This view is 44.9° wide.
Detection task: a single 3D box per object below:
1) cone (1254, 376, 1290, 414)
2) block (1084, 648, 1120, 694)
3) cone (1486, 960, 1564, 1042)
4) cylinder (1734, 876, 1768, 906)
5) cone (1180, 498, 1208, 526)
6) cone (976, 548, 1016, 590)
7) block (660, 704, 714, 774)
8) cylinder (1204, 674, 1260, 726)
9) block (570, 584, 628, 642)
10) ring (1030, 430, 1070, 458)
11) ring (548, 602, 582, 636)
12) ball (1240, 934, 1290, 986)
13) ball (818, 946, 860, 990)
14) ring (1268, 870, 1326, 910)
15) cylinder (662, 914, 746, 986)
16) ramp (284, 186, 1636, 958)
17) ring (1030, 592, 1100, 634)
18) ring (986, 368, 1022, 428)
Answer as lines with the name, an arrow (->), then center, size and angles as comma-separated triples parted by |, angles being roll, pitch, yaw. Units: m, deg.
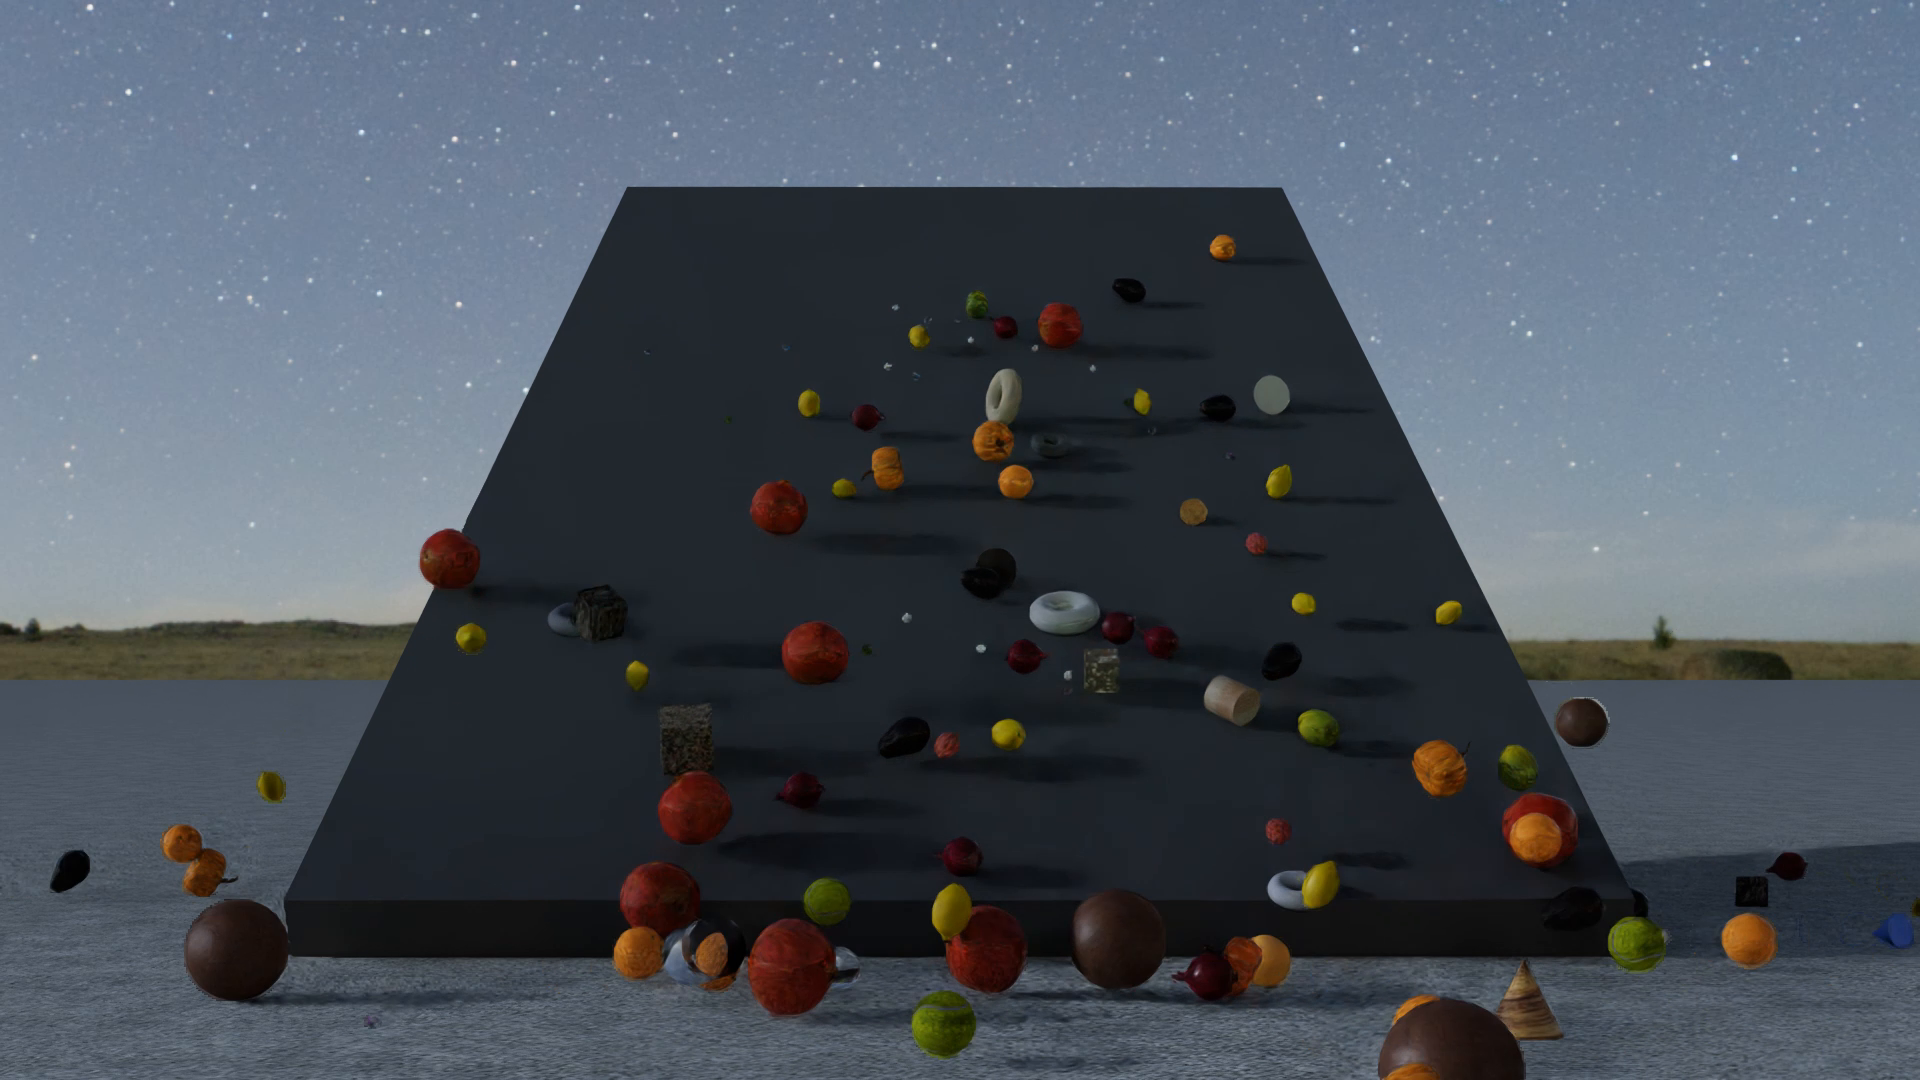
cone -> 0.699, -0.328, 5.346 | 0.090, 0.090, 0.090 | 1, -4, -16
block -> 0.247, 0.228, 4.056 | 0.058, 0.058, 0.058 | 0, 24, 0
cone -> 0.663, 0.536, 2.727 | 0.090, 0.090, 0.090 | 0, -3, 0
cylinder -> 1.441, 0.640, 4.231 | 0.054, 0.054, 0.054 | -3, -4, 18
cone -> 0.477, -0.055, 4.743 | 0.056, 0.056, 0.056 | 0, -3, 6
cone -> 0.057, 0.059, 4.466 | 0.083, 0.083, 0.083 | 1, -4, -18
block -> -0.447, 0.325, 3.804 | 0.082, 0.082, 0.082 | -3, 24, -7
cylinder -> 0.462, 0.272, 3.946 | 0.068, 0.068, 0.068 | 3, 16, -44
block -> -0.644, 0.132, 4.152 | 0.068, 0.068, 0.068 | -11, 41, -39
ring -> 0.198, -0.209, 5.072 | 0.089, 0.030, 0.089 | 5, 35, -4
ring -> -0.705, 0.145, 4.270 | 0.103, 0.034, 0.103 | 1, 24, -1
ball -> 0.413, 0.570, 3.147 | 0.070, 0.070, 0.070 | 0, -3, 0
ball -> -0.162, 0.575, 3.121 | 0.056, 0.056, 0.056 | 0, -3, 0
ring -> 0.499, 0.518, 3.437 | 0.086, 0.029, 0.086 | 1, 23, 0
cylinder -> -0.316, 0.507, 2.866 | 0.077, 0.077, 0.077 | 2, -18, -33
ramp -> -0.008, -0.228, 5.287 | 2.000, 0.100, 4.000 | 0, 24, 0
ring -> 0.193, 0.134, 4.288 | 0.131, 0.044, 0.131 | -1, 24, 1
ring -> 0.098, -0.318, 5.204 | 0.045, 0.136, 0.136 | 10, -7, -22
